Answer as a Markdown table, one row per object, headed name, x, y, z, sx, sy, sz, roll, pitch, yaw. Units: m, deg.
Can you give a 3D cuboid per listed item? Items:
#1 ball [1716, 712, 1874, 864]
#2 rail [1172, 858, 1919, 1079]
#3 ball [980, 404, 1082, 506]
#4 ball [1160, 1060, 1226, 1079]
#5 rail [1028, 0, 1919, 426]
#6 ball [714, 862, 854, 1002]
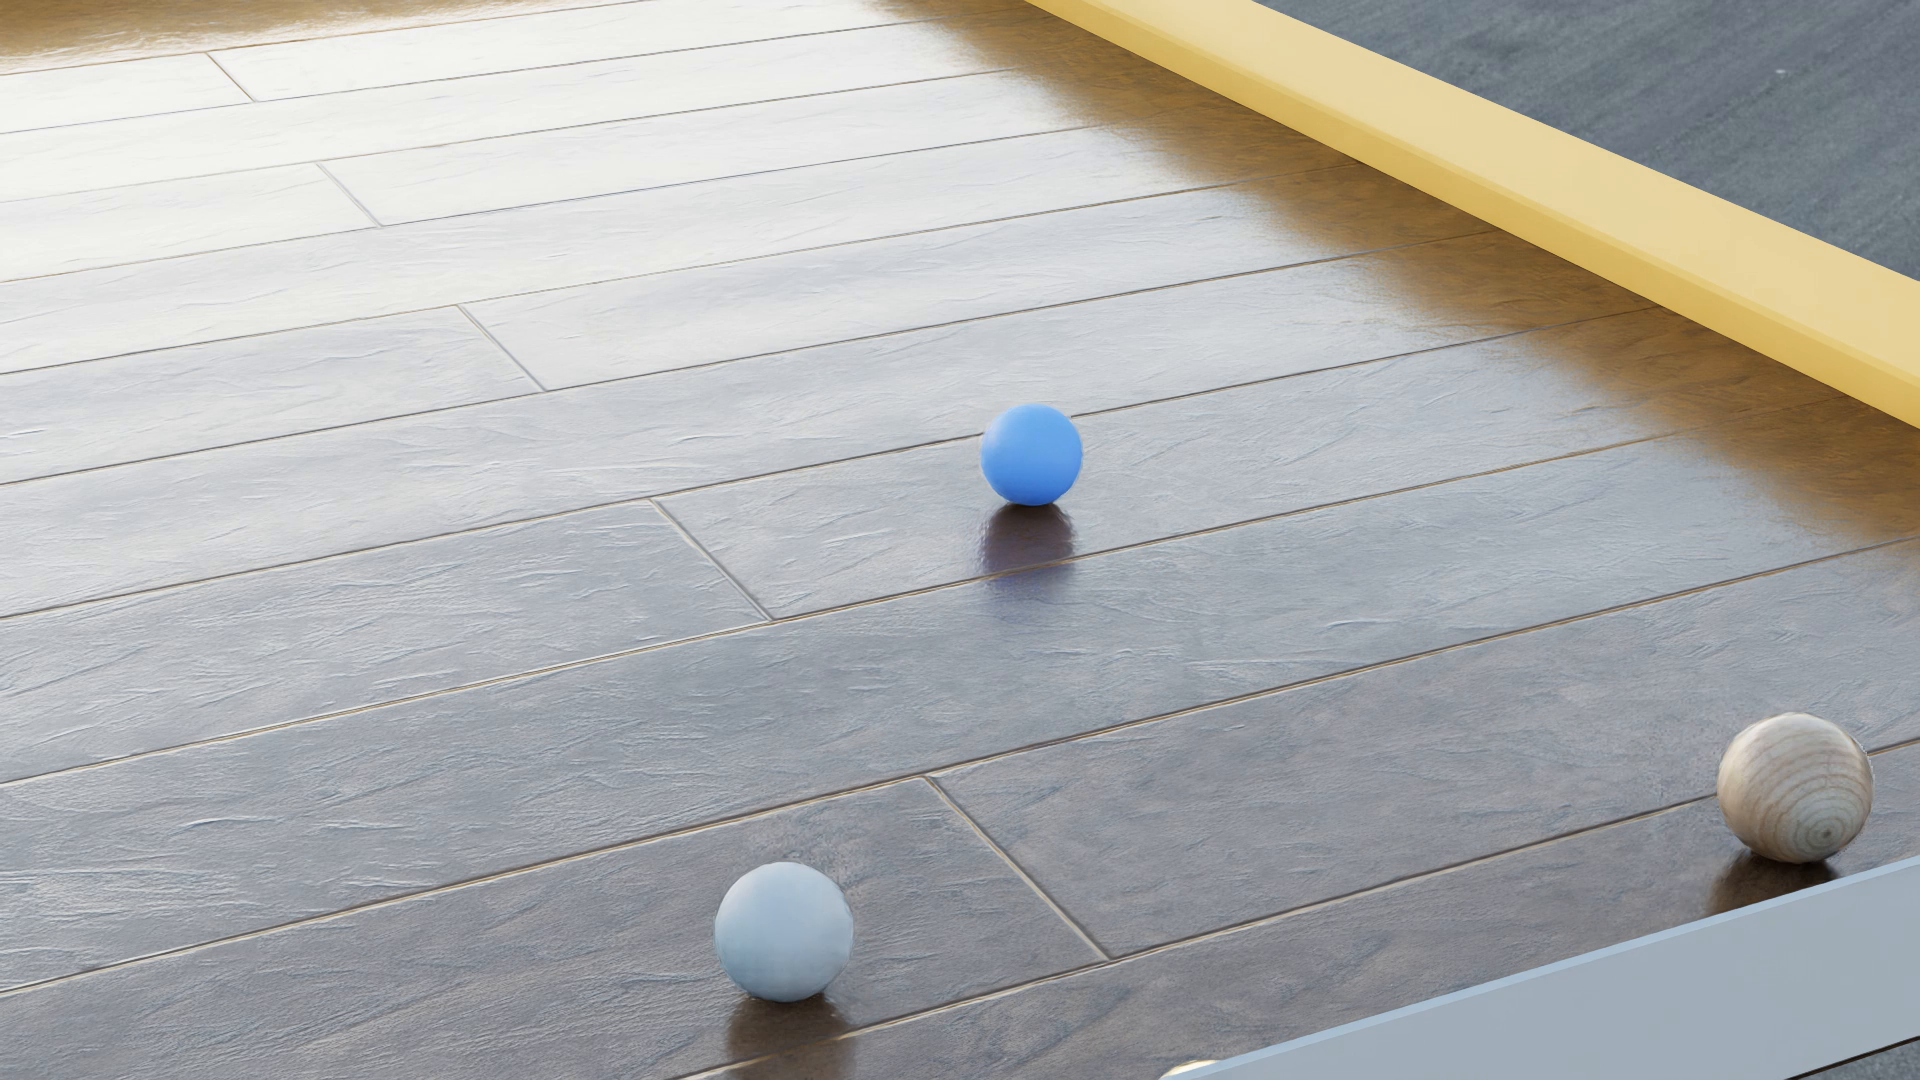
| name | x | y | z | sx | sy | sz | roll | pitch | yaw |
| --- | --- | --- | --- | --- | --- | --- | --- | --- | --- |
| ball | 0.509 | 0.151 | 1.795 | 0.092 | 0.092 | 0.092 | 0 | 24 | 0 |
| rail | 0.323 | 0.253 | 1.535 | 1.716 | 0.120 | 0.045 | -11 | 27 | -24 |
| ball | 0.055 | -0.066 | 2.291 | 0.080 | 0.080 | 0.080 | 0 | 24 | 0 |
| ball | 0.125 | 0.298 | 1.503 | 0.065 | 0.065 | 0.065 | 0 | 24 | 0 |
| rail | 0.415 | -0.449 | 3.084 | 0.045 | 0.120 | 3.018 | -11 | 27 | -24 |
| ball | -0.099 | 0.221 | 1.658 | 0.078 | 0.078 | 0.078 | 0 | 24 | 0 |
